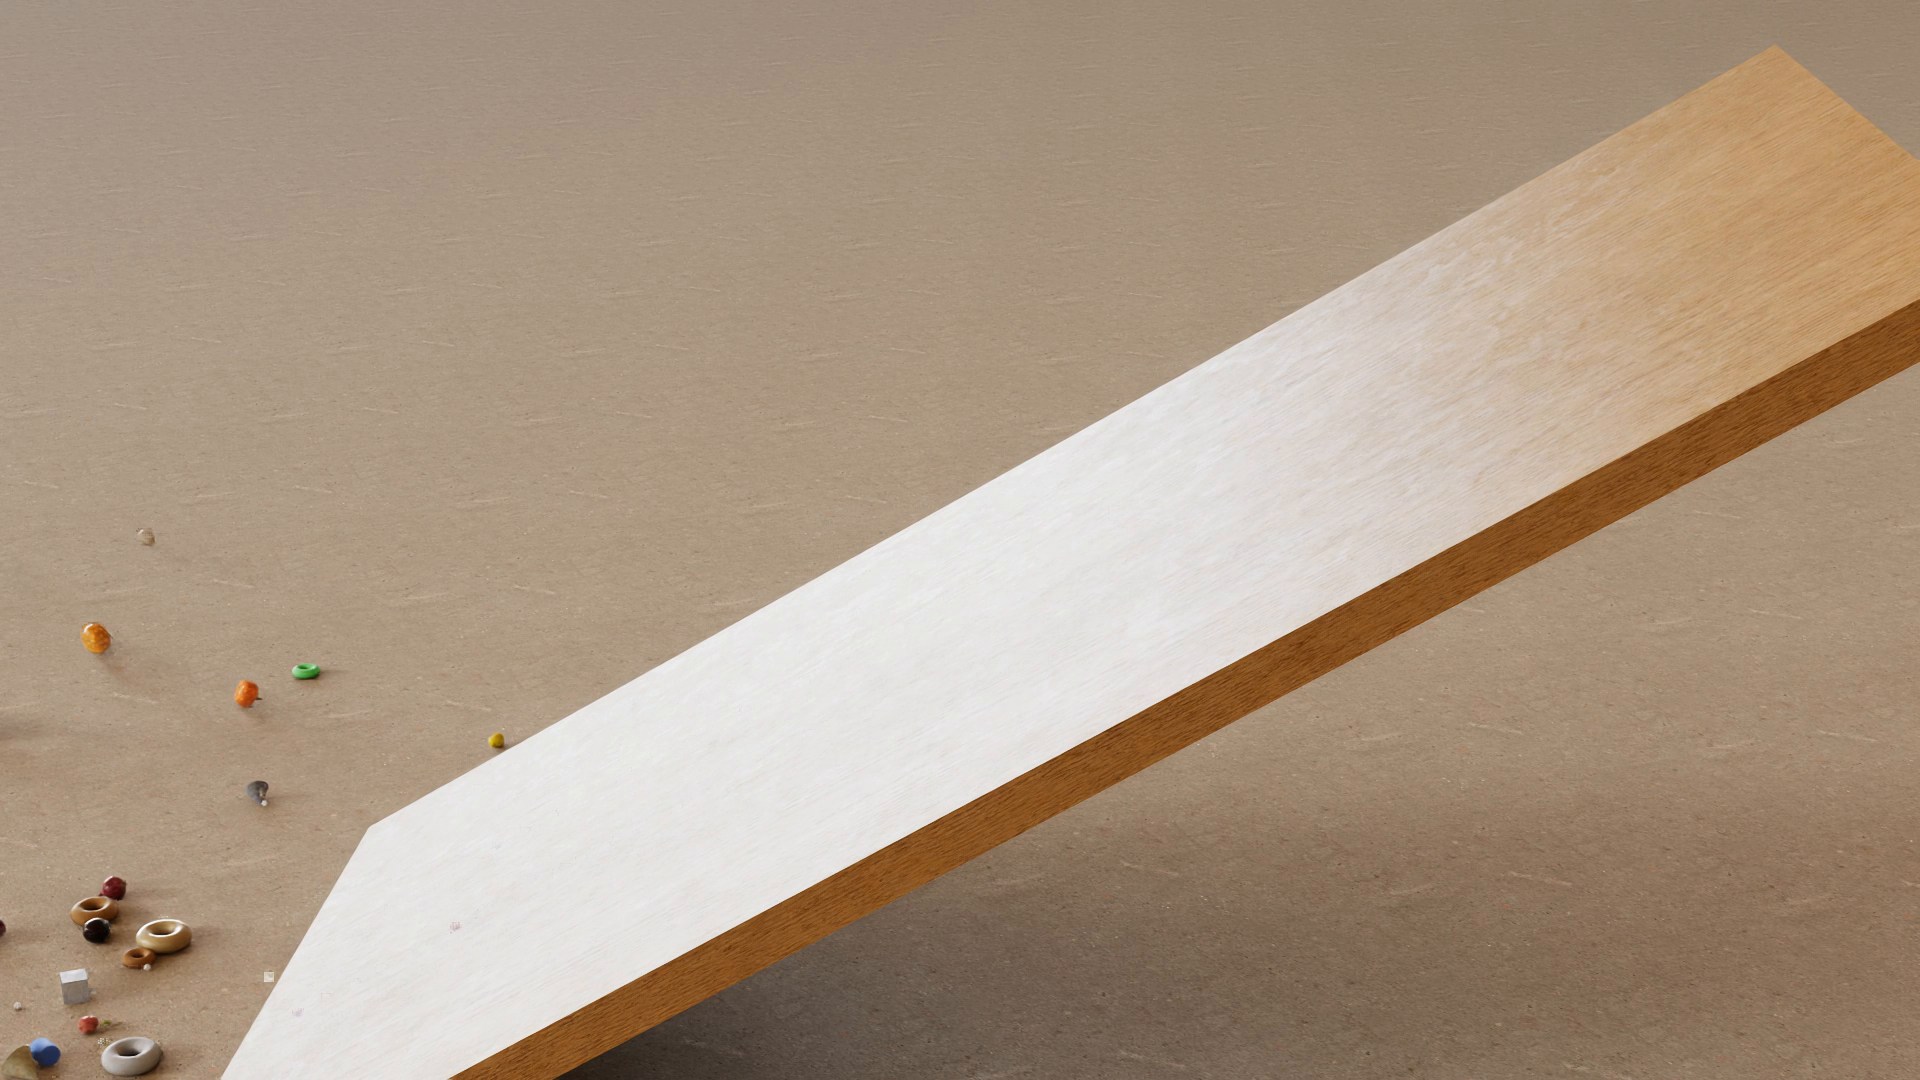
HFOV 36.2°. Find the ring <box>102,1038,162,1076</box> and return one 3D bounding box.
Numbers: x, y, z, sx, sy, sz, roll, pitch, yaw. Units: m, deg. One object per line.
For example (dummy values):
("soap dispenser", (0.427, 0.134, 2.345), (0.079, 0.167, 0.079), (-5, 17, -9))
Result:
("ring", (-1.868, 1.165, 6.632), (0.132, 0.044, 0.132), (0, 20, 0))

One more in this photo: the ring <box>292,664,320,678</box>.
("ring", (-1.975, 0.396, 8.883), (0.083, 0.028, 0.083), (0, 18, 0))

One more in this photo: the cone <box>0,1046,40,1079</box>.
("cone", (-2.084, 1.188, 6.577), (0.082, 0.082, 0.082), (36, 32, 16))

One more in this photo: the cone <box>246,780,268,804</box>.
("cone", (-1.908, 0.700, 8.002), (0.064, 0.064, 0.064), (-7, 47, -19))

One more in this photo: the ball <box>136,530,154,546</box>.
("ball", (-2.771, -0.006, 10.004), (0.056, 0.056, 0.056), (0, 19, 0))

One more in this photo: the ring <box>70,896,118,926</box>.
("ring", (-2.157, 0.926, 7.332), (0.117, 0.039, 0.117), (-1, 20, 0))

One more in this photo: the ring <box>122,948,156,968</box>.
("ring", (-1.983, 1.010, 7.106), (0.080, 0.027, 0.080), (1, 19, 0))

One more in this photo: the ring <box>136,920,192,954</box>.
("ring", (-1.947, 0.971, 7.195), (0.134, 0.045, 0.134), (1, 18, 0))

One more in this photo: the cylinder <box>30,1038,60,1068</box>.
("cylinder", (-2.068, 1.157, 6.644), (0.051, 0.051, 0.051), (-17, 25, -40))

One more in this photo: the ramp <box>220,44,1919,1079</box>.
("ramp", (0.142, 0.168, 6.287), (4.000, 0.100, 2.000), (-29, 15, 12))

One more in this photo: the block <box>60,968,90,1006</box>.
("block", (-2.087, 1.053, 6.934), (0.058, 0.058, 0.058), (-7, 20, -20))
